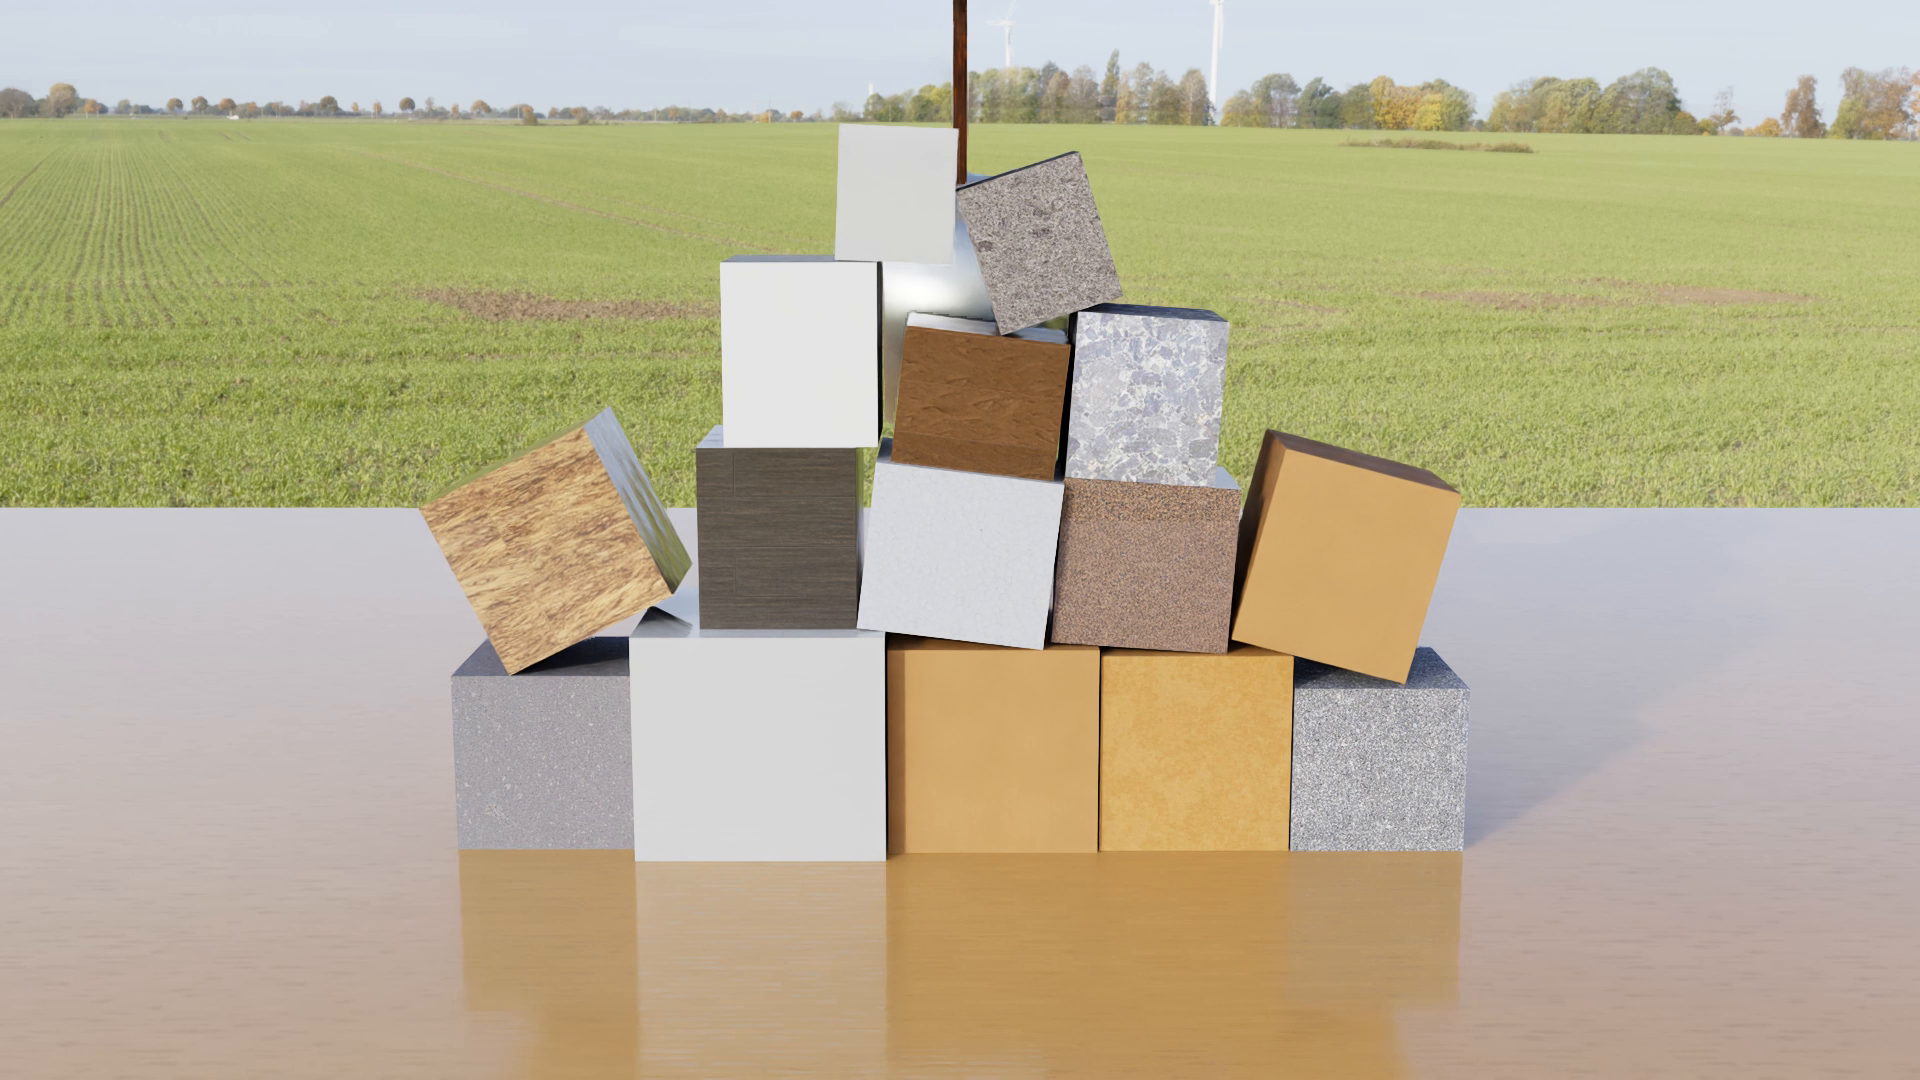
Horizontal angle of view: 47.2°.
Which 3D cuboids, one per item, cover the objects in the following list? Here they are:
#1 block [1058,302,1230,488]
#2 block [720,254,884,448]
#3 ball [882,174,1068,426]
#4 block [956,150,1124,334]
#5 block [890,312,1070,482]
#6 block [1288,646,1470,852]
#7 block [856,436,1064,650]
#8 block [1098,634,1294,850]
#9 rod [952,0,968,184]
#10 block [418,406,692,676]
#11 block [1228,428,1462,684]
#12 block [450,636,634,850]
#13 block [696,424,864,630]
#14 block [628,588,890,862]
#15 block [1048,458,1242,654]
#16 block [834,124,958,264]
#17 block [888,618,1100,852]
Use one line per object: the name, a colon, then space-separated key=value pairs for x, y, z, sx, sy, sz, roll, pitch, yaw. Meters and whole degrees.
block: x=0.907 y=-0.749 z=11.056 sx=0.731 sy=0.808 sz=0.788 roll=4 pitch=10 yaw=-1
block: x=-0.775 y=-0.958 z=10.995 sx=0.750 sy=0.892 sz=0.753 roll=0 pitch=10 yaw=0
ball: x=0.000 y=-1.367 z=13.040 sx=1.600 sy=1.600 sz=1.600 roll=0 pitch=10 yaw=0
block: x=0.386 y=-1.487 z=10.931 sx=0.623 sy=0.722 sz=0.692 roll=-18 pitch=10 yaw=3
block: x=0.099 y=-0.730 z=11.044 sx=0.799 sy=0.671 sz=0.780 roll=7 pitch=10 yaw=-1
block: x=2.086 y=1.064 z=11.382 sx=0.864 sy=0.835 sz=0.917 roll=0 pitch=10 yaw=0
block: x=0.001 y=-0.001 z=11.184 sx=0.920 sy=0.825 sz=0.939 roll=7 pitch=10 yaw=-1
block: x=1.169 y=0.988 z=11.342 sx=0.949 sy=0.997 sz=0.854 roll=0 pitch=10 yaw=0
rod: x=0.000 y=-4.295 z=11.313 sx=0.080 sy=5.200 sz=0.080 roll=0 pitch=31 yaw=0
block: x=-2.029 y=-0.015 z=11.186 sx=0.909 sy=0.936 sz=0.845 roll=-26 pitch=9 yaw=4
block: x=1.903 y=0.063 z=11.193 sx=0.889 sy=0.979 sz=0.831 roll=15 pitch=10 yaw=-1
block: x=-2.065 y=1.034 z=11.386 sx=0.905 sy=0.893 sz=0.885 roll=0 pitch=10 yaw=0
block: x=-0.895 y=-0.081 z=11.183 sx=0.775 sy=0.901 sz=0.886 roll=0 pitch=10 yaw=0
block: x=-0.985 y=0.919 z=11.354 sx=1.237 sy=1.129 sz=1.229 roll=0 pitch=10 yaw=0
block: x=0.915 y=0.062 z=11.181 sx=0.871 sy=0.826 sz=0.766 roll=4 pitch=10 yaw=-1
block: x=-0.307 y=-1.712 z=10.860 sx=0.570 sy=0.648 sz=0.540 roll=2 pitch=10 yaw=0
block: x=0.165 y=0.963 z=11.375 sx=1.041 sy=1.035 sz=0.990 roll=0 pitch=10 yaw=0
